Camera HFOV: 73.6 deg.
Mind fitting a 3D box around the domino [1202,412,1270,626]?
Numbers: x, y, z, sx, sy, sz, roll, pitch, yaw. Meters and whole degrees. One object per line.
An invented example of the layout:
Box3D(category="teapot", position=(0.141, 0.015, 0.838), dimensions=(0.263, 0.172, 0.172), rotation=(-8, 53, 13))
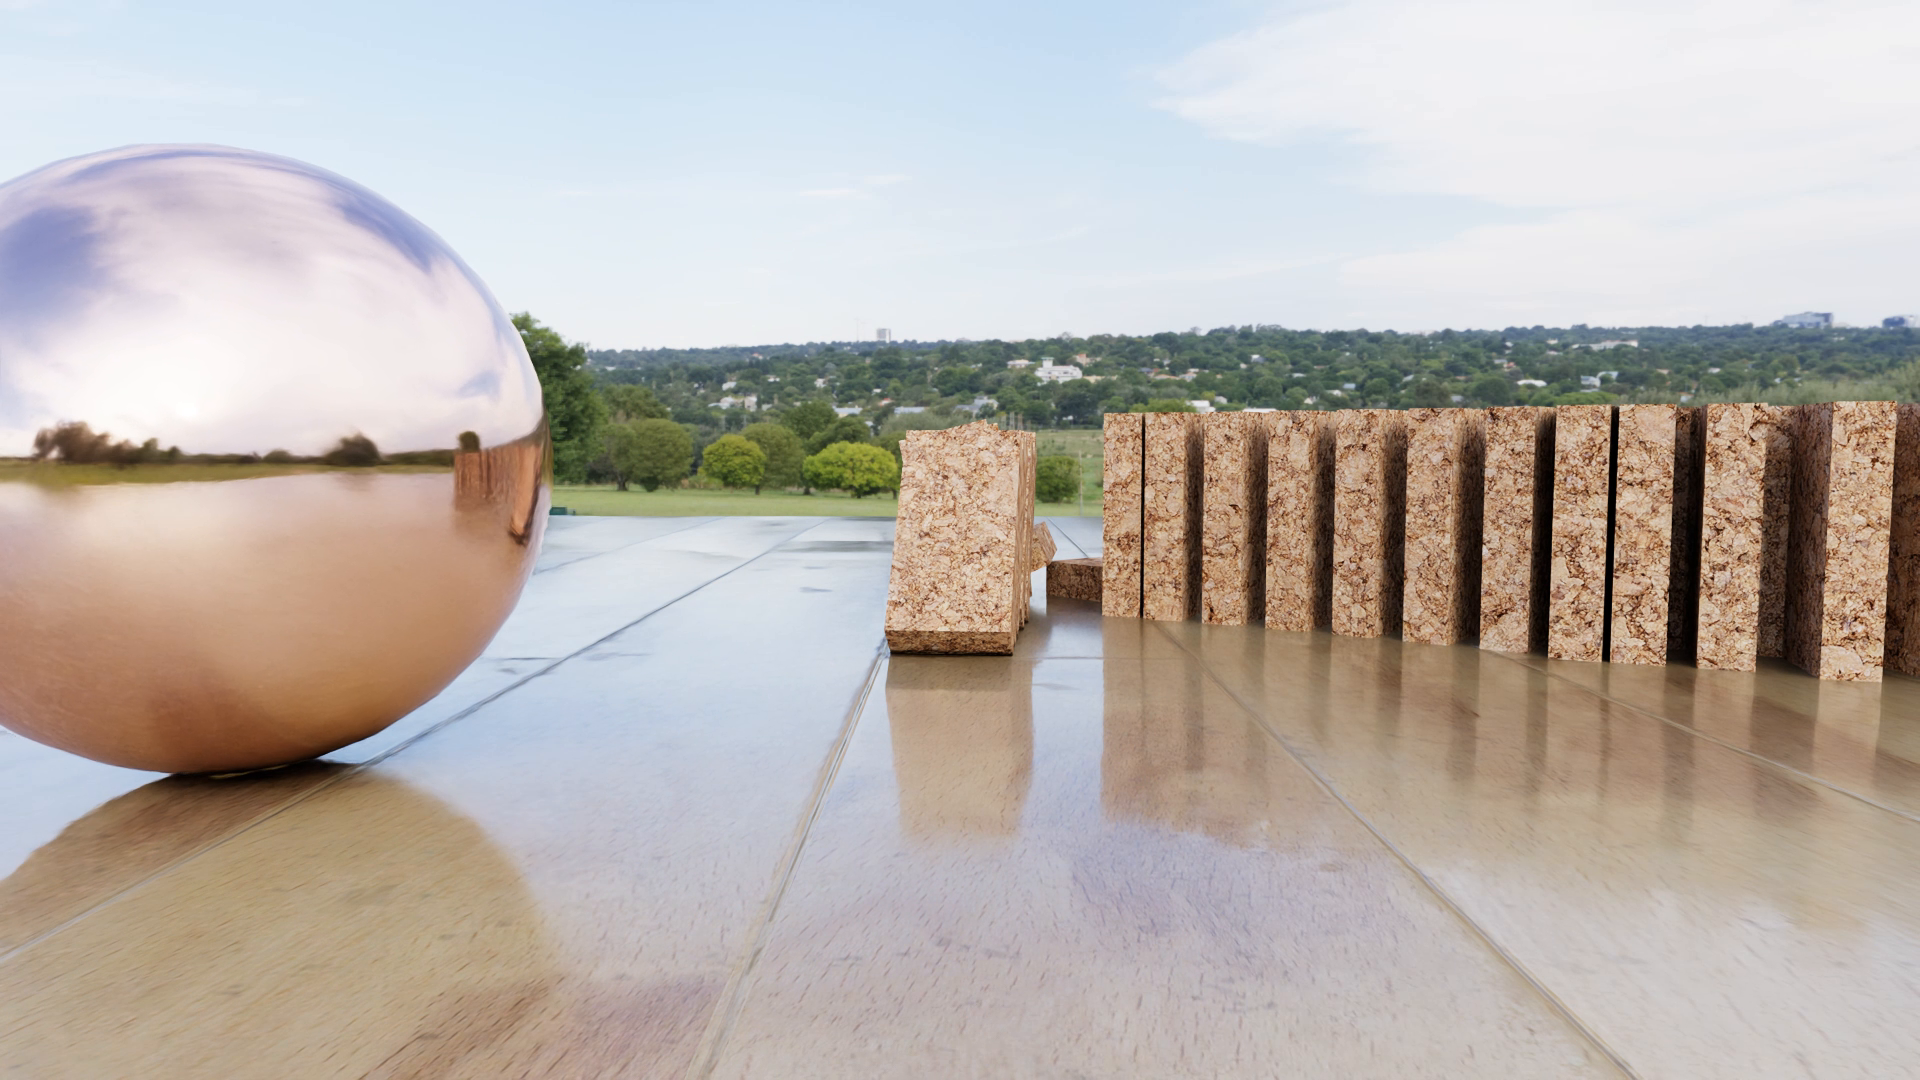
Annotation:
Box3D(category="domino", position=(0.068, -0.006, 0.311), dimensions=(0.010, 0.050, 0.025), rotation=(3, 5, 33))

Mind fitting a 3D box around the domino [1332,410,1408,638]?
Box3D(category="domino", position=(0.095, -0.004, 0.292), dimensions=(0.010, 0.050, 0.025), rotation=(3, 5, 38))

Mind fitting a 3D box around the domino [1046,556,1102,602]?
Box3D(category="domino", position=(0.052, 0.010, 0.368), dimensions=(0.050, 0.010, 0.025), rotation=(-3, 5, -38))

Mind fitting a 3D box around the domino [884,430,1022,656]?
Box3D(category="domino", position=(0.000, 0.000, 0.270), dimensions=(0.025, 0.050, 0.010), rotation=(0, -33, 6))

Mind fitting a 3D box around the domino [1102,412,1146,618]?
Box3D(category="domino", position=(0.044, -0.007, 0.326), dimensions=(0.010, 0.050, 0.025), rotation=(2, 5, 22))

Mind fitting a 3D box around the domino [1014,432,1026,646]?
Box3D(category="domino", position=(0.001, -0.001, 0.282), dimensions=(0.025, 0.050, 0.009), rotation=(1, -33, 7))

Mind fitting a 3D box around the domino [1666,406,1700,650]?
Box3D(category="domino", position=(0.156, -0.003, 0.274), dimensions=(0.025, 0.050, 0.009), rotation=(-3, 5, -35))

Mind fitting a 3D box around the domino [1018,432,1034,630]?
Box3D(category="domino", position=(0.004, -0.003, 0.305), dimensions=(0.025, 0.050, 0.010), rotation=(1, -33, 7))

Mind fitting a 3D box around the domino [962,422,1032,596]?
Box3D(category="domino", position=(0.002, -0.006, 0.332), dimensions=(0.025, 0.050, 0.010), rotation=(-10, -36, 0))

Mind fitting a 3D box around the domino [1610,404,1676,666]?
Box3D(category="domino", position=(0.137, -0.002, 0.257), dimensions=(0.010, 0.050, 0.025), rotation=(2, 5, 29))

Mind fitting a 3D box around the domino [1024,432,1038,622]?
Box3D(category="domino", position=(0.005, -0.004, 0.317), dimensions=(0.025, 0.050, 0.010), rotation=(1, -33, 7))

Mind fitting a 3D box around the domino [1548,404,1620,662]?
Box3D(category="domino", position=(0.127, -0.002, 0.261), dimensions=(0.010, 0.050, 0.025), rotation=(3, 5, 31))

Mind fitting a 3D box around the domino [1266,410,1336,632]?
Box3D(category="domino", position=(0.082, -0.005, 0.302), dimensions=(0.010, 0.050, 0.025), rotation=(3, 5, 36))

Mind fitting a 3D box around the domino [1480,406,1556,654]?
Box3D(category="domino", position=(0.120, -0.003, 0.271), dimensions=(0.010, 0.050, 0.025), rotation=(4, 6, 40))

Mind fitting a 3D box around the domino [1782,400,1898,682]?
Box3D(category="domino", position=(0.164, 0.000, 0.241), dimensions=(0.010, 0.050, 0.025), rotation=(1, 5, 19))

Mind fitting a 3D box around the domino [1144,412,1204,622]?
Box3D(category="domino", position=(0.054, -0.006, 0.319), dimensions=(0.009, 0.050, 0.025), rotation=(2, 5, 25))

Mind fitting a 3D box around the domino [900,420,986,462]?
Box3D(category="domino", position=(0.000, -0.008, 0.346), dimensions=(0.025, 0.050, 0.009), rotation=(-14, -36, 2))

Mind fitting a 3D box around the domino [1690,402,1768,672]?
Box3D(category="domino", position=(0.150, -0.001, 0.251), dimensions=(0.010, 0.050, 0.025), rotation=(2, 5, 27))

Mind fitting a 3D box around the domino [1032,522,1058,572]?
Box3D(category="domino", position=(0.014, 0.005, 0.369), dimensions=(0.025, 0.009, 0.050), rotation=(-24, 1, 8))

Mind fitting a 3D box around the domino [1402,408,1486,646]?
Box3D(category="domino", position=(0.107, -0.004, 0.282), dimensions=(0.010, 0.050, 0.025), rotation=(4, 6, 40))

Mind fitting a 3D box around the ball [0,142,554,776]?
Box3D(category="ball", position=(-0.095, -0.010, 0.167), dimensions=(0.080, 0.080, 0.080), rotation=(0, 4, 0))

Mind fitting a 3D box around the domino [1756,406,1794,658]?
Box3D(category="domino", position=(0.169, -0.002, 0.266), dimensions=(0.010, 0.050, 0.025), rotation=(2, 5, 23))

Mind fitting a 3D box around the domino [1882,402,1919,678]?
Box3D(category="domino", position=(0.180, 0.000, 0.238), dimensions=(0.010, 0.050, 0.025), rotation=(0, 4, 3))

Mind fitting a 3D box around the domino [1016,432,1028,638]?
Box3D(category="domino", position=(0.002, -0.002, 0.294), dimensions=(0.025, 0.050, 0.010), rotation=(0, -33, 7))
